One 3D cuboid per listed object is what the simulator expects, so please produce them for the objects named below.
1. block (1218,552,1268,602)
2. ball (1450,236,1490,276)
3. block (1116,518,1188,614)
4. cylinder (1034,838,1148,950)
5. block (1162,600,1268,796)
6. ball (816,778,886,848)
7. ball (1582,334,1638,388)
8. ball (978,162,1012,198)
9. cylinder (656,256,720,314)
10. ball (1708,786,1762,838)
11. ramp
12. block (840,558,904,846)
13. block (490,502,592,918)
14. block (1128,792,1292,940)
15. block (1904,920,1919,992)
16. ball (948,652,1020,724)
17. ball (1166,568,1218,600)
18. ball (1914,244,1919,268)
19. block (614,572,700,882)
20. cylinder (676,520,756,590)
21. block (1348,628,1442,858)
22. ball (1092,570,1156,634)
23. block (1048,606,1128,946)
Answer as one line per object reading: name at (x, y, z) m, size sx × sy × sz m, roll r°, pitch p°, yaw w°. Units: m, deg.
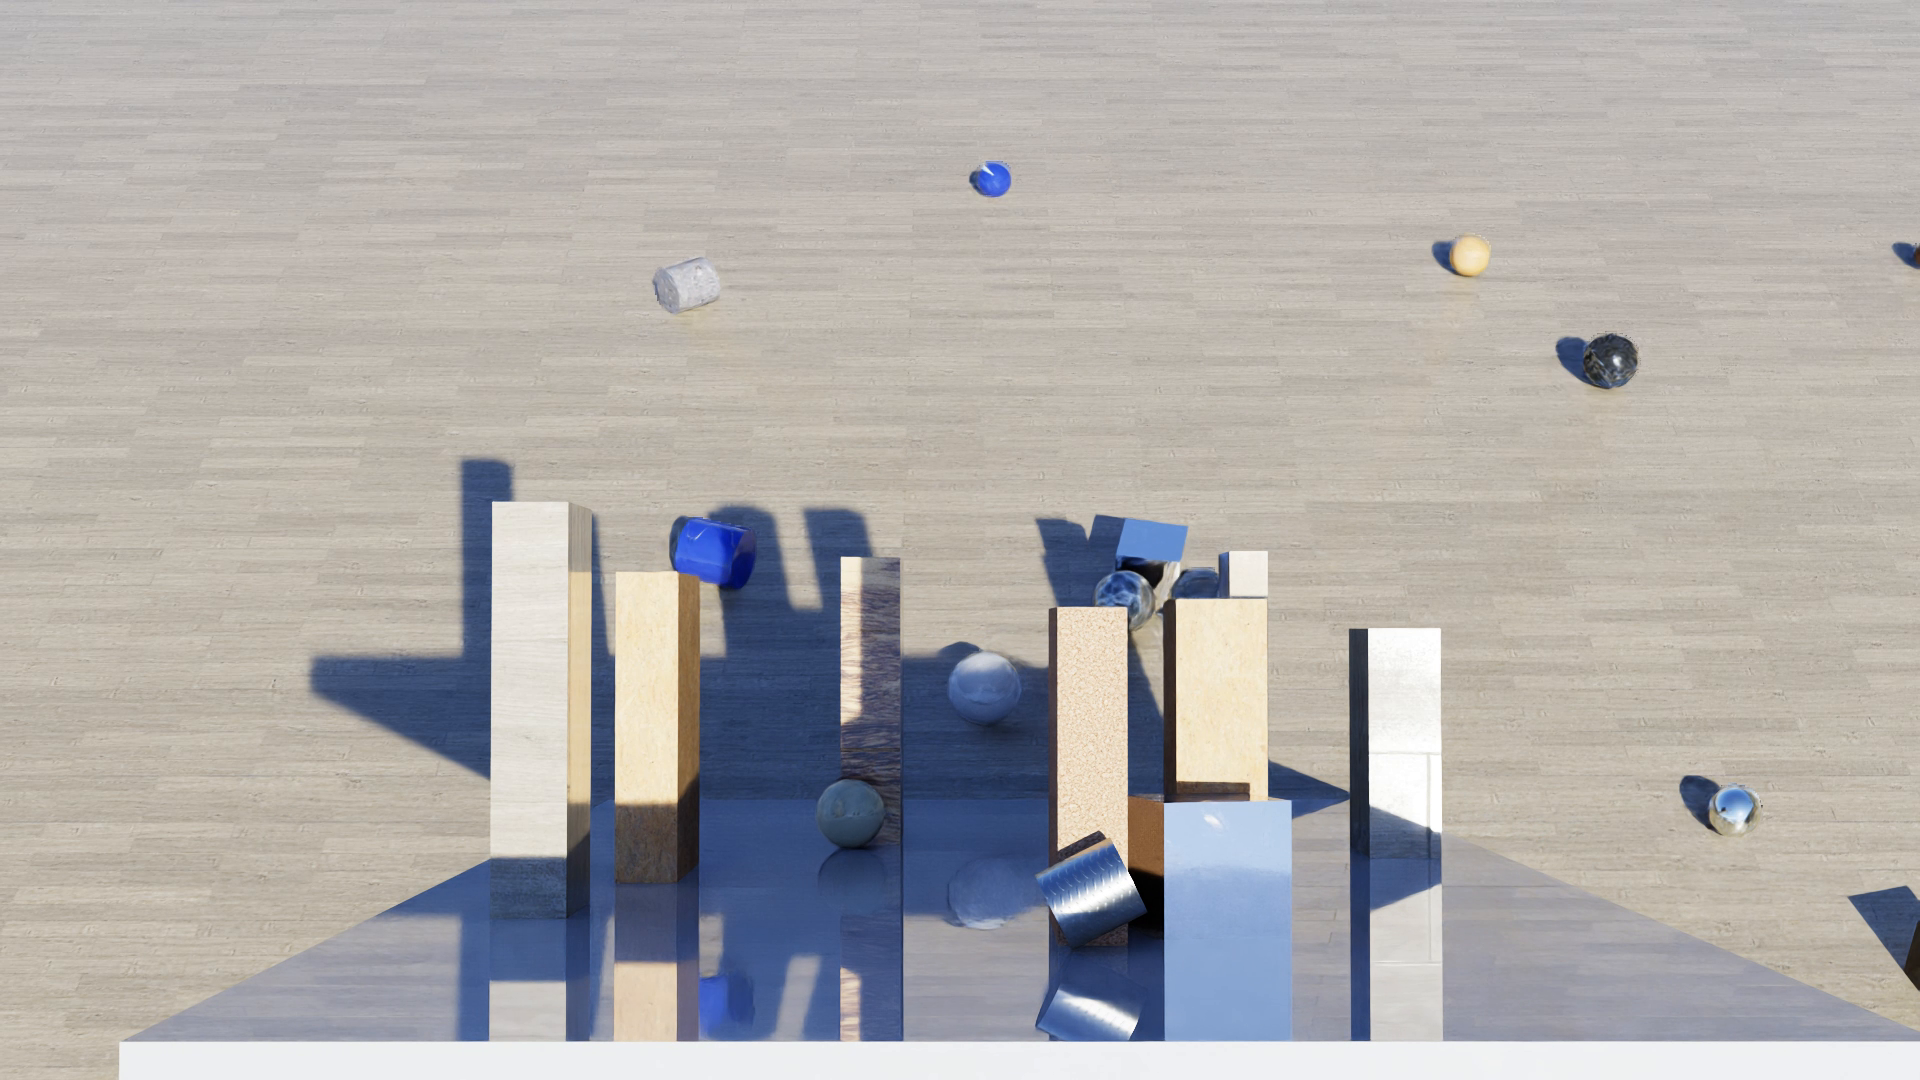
block at (0.676, 0.347, 6.209) m, size 0.089 × 0.631 × 0.266 m, roll 0°, pitch -2°, yaw 0°
ball at (1.816, -1.011, 9.255) m, size 0.143 × 0.143 × 0.143 m, roll 0°, pitch 35°, yaw 0°
block at (0.565, 0.078, 7.678) m, size 0.189 × 0.189 × 0.189 m, roll 7°, pitch 36°, yaw 10°
cylinder at (0.185, 0.497, 3.655) m, size 0.118 × 0.118 × 0.118 m, roll -27°, pitch 39°, yaw -1°
block at (0.406, 0.345, 4.156) m, size 0.141 × 0.498 × 0.261 m, roll 0°, pitch -2°, yaw 0°
ball at (-0.225, 0.563, 5.350) m, size 0.142 × 0.142 × 0.142 m, roll 0°, pitch 35°, yaw 0°
ball at (2.162, -0.594, 8.635) m, size 0.181 × 0.181 × 0.181 m, roll 0°, pitch 35°, yaw 0°
ball at (0.129, -1.350, 9.746) m, size 0.130 × 0.130 × 0.130 m, roll 0°, pitch 35°, yaw 0°
cylinder at (-0.948, -0.888, 9.062) m, size 0.163 × 0.163 × 0.163 m, roll -22°, pitch 41°, yaw -29°
ball at (2.034, 0.714, 6.826) m, size 0.135 × 0.135 × 0.135 m, roll 0°, pitch 35°, yaw 0°
ramp at (0.078, 0.667, 4.847) m, size 2.000 × 0.100 × 4.000 m, roll 0°, pitch -2°, yaw 0°
block at (-0.187, 0.341, 5.586) m, size 0.124 × 0.601 × 0.317 m, roll 0°, pitch -2°, yaw 0°
block at (-0.673, 0.270, 4.189) m, size 0.119 × 0.650 × 0.259 m, roll 0°, pitch -2°, yaw 0°
block at (0.367, 0.486, 3.900) m, size 0.199 × 0.199 × 0.199 m, roll 1°, pitch -2°, yaw -15°
block at (2.443, 1.035, 6.340) m, size 0.172 × 0.172 × 0.172 m, roll -8°, pitch 36°, yaw -12°
ball at (0.068, 0.411, 7.198) m, size 0.201 × 0.201 × 0.201 m, roll 0°, pitch 35°, yaw 0°
ball at (0.700, 0.185, 7.513) m, size 0.205 × 0.205 × 0.205 m, roll 0°, pitch 35°, yaw 0°
ball at (3.475, -1.019, 9.287) m, size 0.120 × 0.120 × 0.120 m, roll 0°, pitch 35°, yaw 0°
block at (-0.558, 0.340, 4.823) m, size 0.111 × 0.553 × 0.391 m, roll 0°, pitch -2°, yaw 0°
cylinder at (-0.726, 0.042, 7.736) m, size 0.180 × 0.180 × 0.180 m, roll 12°, pitch 37°, yaw 16°
block at (0.878, 0.405, 5.253) m, size 0.141 × 0.451 × 0.259 m, roll 0°, pitch -2°, yaw 0°
ball at (0.476, 0.180, 7.539) m, size 0.183 × 0.183 × 0.183 m, roll 0°, pitch 35°, yaw 0°
block at (0.190, 0.344, 3.908) m, size 0.100 × 0.483 × 0.377 m, roll 0°, pitch -2°, yaw 0°
